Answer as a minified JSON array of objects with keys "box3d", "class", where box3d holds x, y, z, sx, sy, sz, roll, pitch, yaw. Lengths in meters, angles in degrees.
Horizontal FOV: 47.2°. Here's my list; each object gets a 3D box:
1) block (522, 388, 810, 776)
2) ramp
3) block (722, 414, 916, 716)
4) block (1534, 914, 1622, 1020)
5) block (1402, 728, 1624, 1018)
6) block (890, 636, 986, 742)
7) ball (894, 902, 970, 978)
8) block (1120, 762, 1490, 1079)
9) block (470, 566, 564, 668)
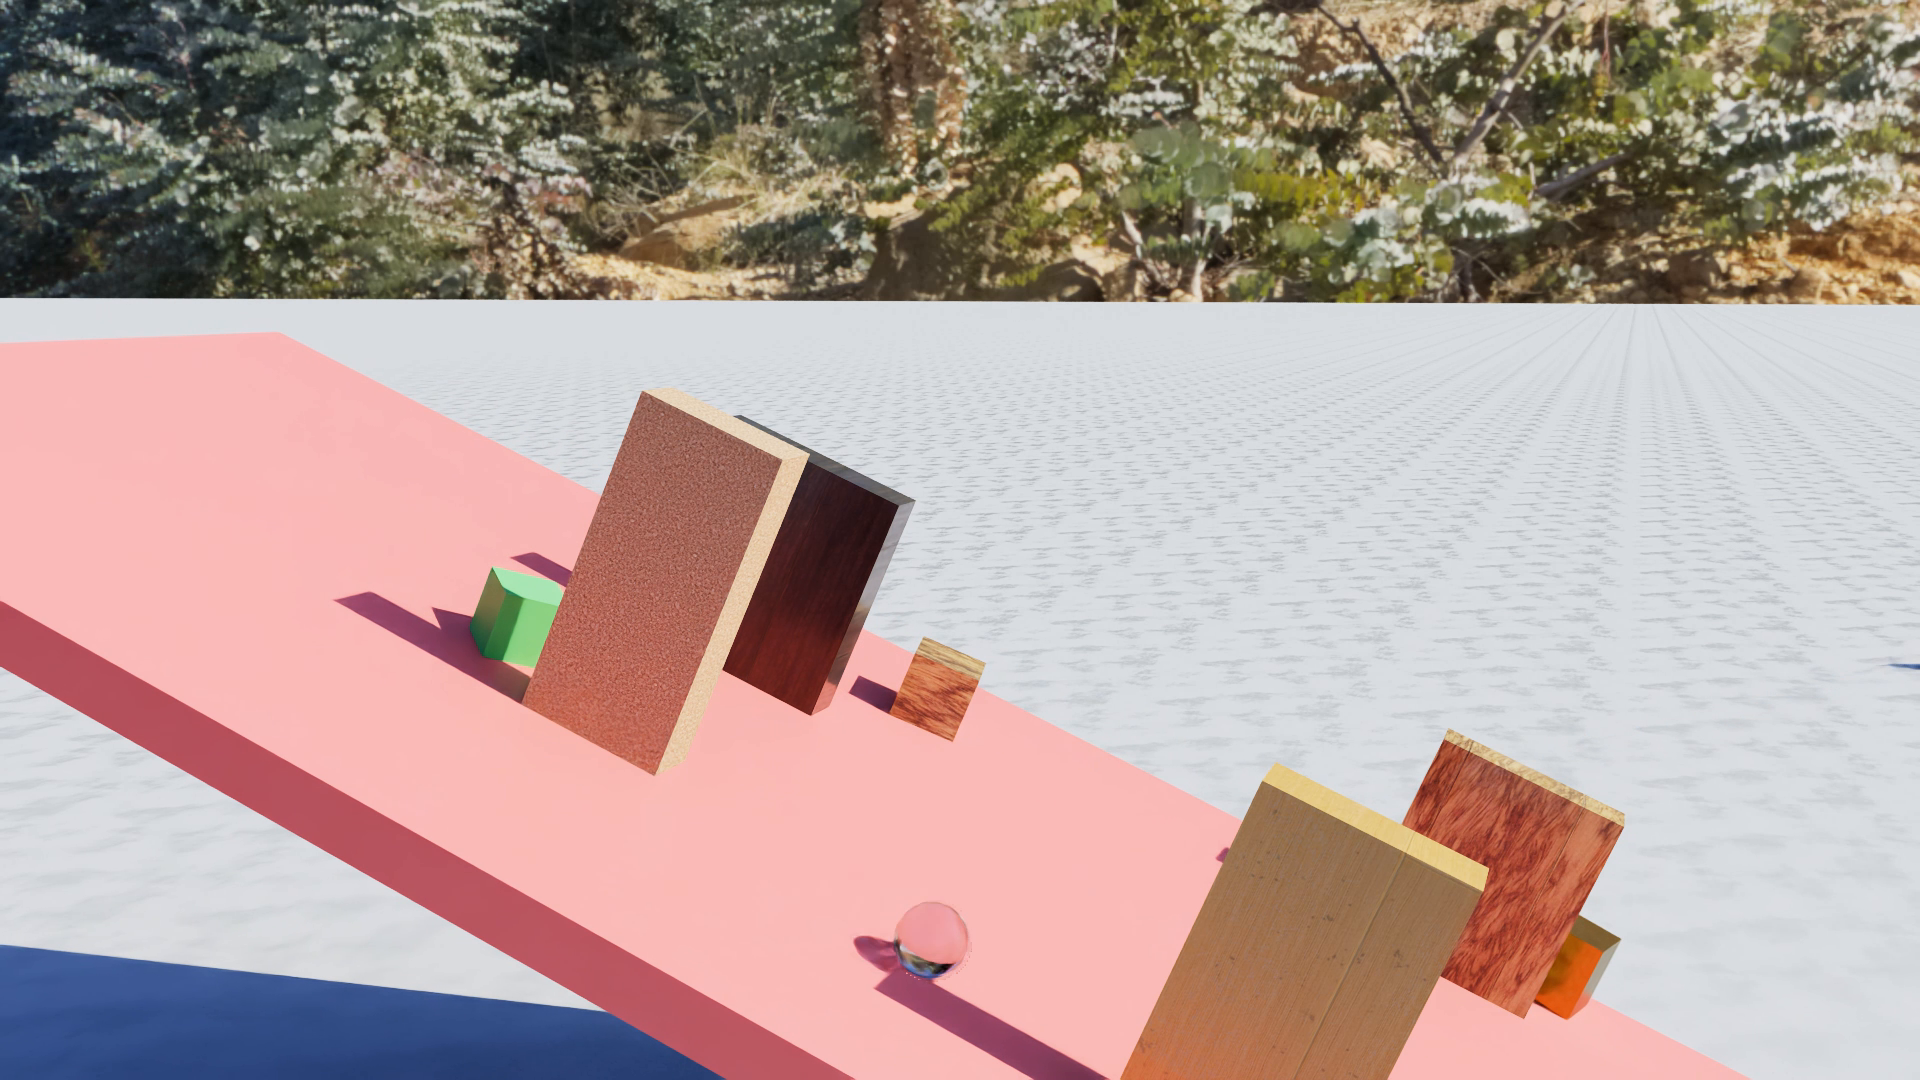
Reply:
[{"box3d":[-0.521,0.072,3.871,0.282,0.614,0.126,26,13,13],"class":"block"},{"box3d":[-0.284,0.493,4.182,4.000,0.100,2.000,26,13,13],"class":"ramp"},{"box3d":[-0.378,0.049,4.508,0.417,0.475,0.108,26,13,13],"class":"block"},{"box3d":[1.272,0.888,4.668,0.167,0.167,0.167,30,15,26],"class":"block"},{"box3d":[1.082,0.684,4.524,0.389,0.453,0.114,26,13,13],"class":"block"},{"box3d":[-0.047,0.319,4.725,0.148,0.148,0.148,23,13,1],"class":"block"},{"box3d":[-0.045,0.640,3.516,0.122,0.122,0.122,0,7,0],"class":"ball"},{"box3d":[0.494,0.676,3.268,0.345,0.584,0.127,26,13,13],"class":"block"},{"box3d":[-0.825,0.147,4.124,0.131,0.131,0.131,16,15,-29],"class":"block"}]
